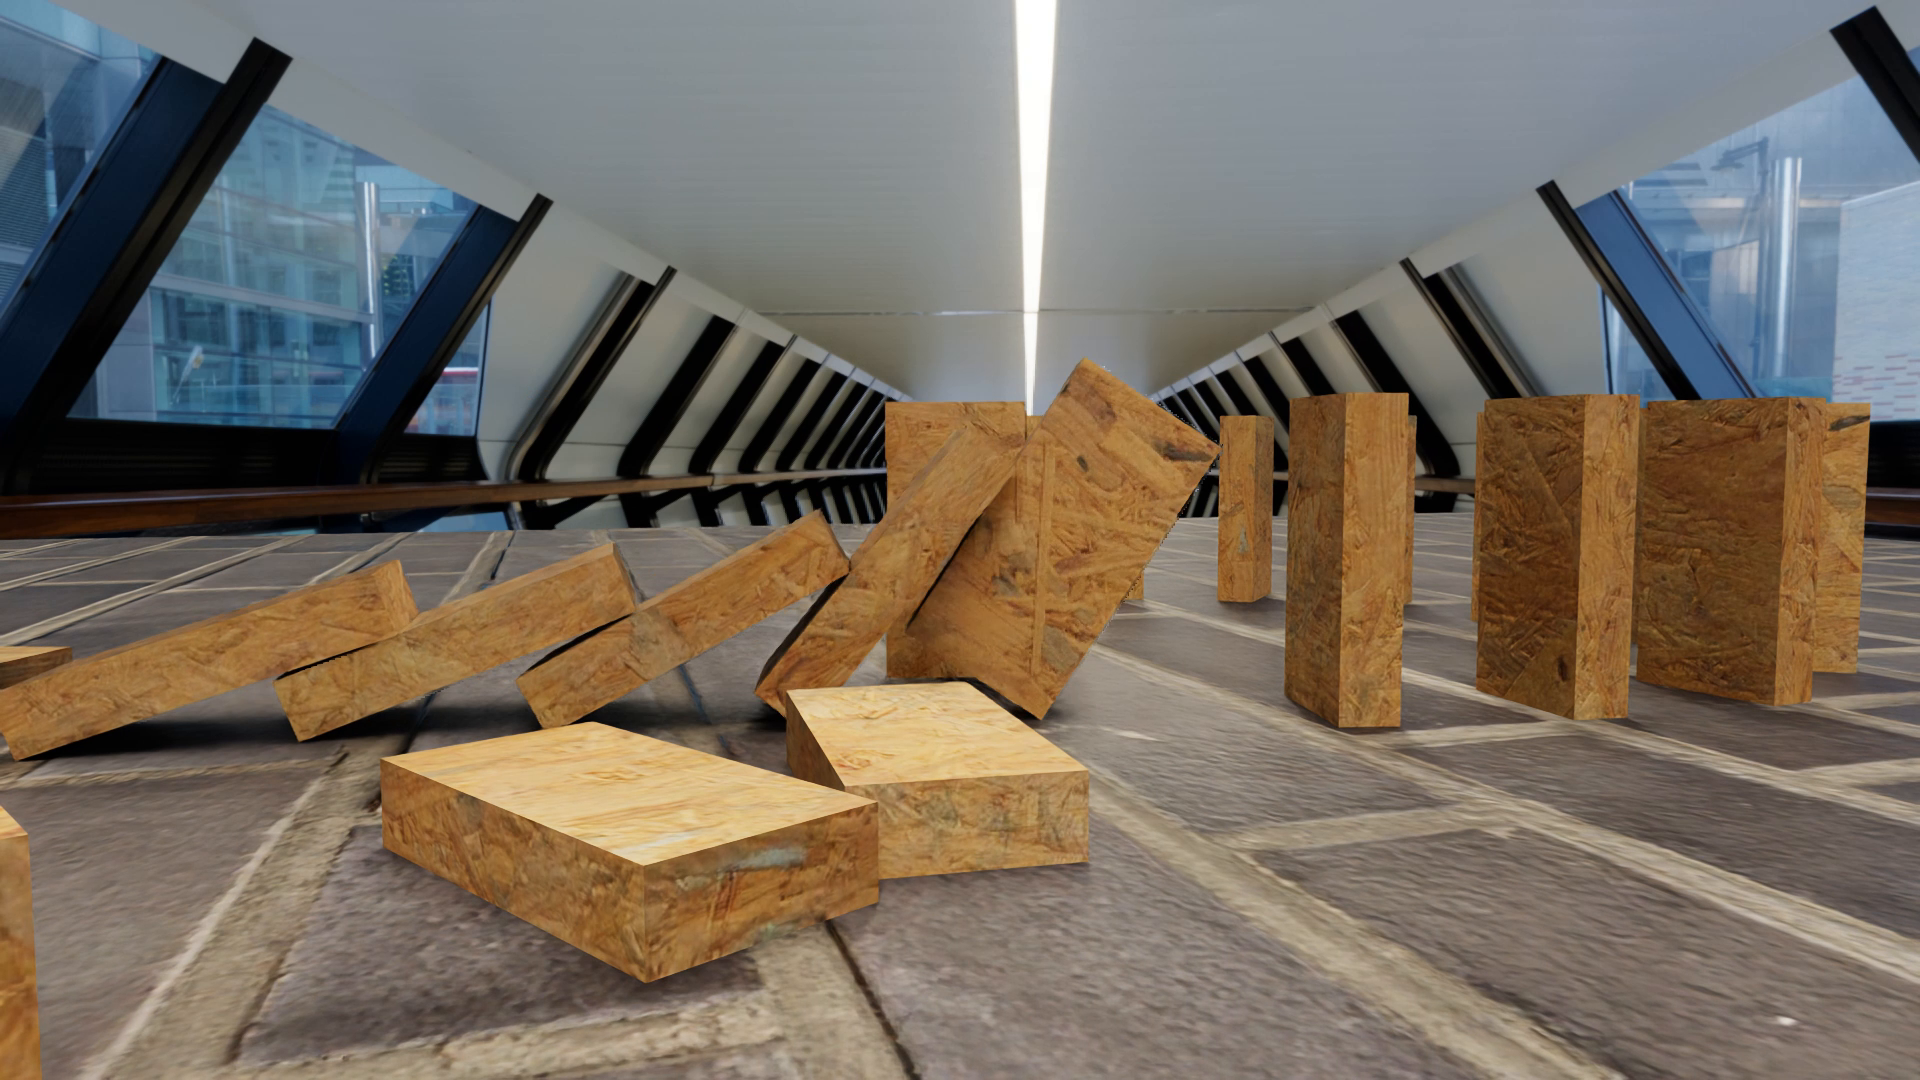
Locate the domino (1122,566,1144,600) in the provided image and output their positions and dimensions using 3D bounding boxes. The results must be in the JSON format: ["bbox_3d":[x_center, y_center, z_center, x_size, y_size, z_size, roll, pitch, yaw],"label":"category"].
[{"bbox_3d":[0.044,-0.010,0.362,0.009,0.050,0.025,-1,4,-7],"label":"domino"}]

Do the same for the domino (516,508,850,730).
[{"bbox_3d":[-0.042,0.012,0.200,0.050,0.010,0.025,-28,7,-3],"label":"domino"}]

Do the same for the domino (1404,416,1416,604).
[{"bbox_3d":[0.110,-0.008,0.337,0.009,0.050,0.025,3,5,38],"label":"domino"}]

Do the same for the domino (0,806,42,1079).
[{"bbox_3d":[-0.063,0.025,0.073,0.050,0.025,0.010,4,6,44],"label":"domino"}]

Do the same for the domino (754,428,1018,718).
[{"bbox_3d":[-0.012,0.005,0.201,0.009,0.050,0.025,39,0,-7],"label":"domino"}]

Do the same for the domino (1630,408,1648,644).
[{"bbox_3d":[0.155,-0.003,0.280,0.025,0.050,0.010,-2,5,-21],"label":"domino"}]

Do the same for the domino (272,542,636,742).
[{"bbox_3d":[-0.076,0.015,0.199,0.050,0.010,0.025,-22,9,-12],"label":"domino"}]

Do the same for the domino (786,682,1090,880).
[{"bbox_3d":[-0.005,0.026,0.152,0.025,0.010,0.050,-1,4,-14],"label":"domino"}]

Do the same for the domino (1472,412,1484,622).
[{"bbox_3d":[0.136,-0.006,0.311,0.025,0.050,0.009,-3,5,-38],"label":"domino"}]

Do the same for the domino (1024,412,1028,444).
[{"bbox_3d":[0.003,-0.006,0.309,0.025,0.050,0.009,1,4,11],"label":"domino"}]

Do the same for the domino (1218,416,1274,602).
[{"bbox_3d":[0.080,-0.009,0.356,0.010,0.050,0.025,2,5,25],"label":"domino"}]

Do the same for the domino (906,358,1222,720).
[{"bbox_3d":[0.016,0.000,0.201,0.025,0.050,0.009,33,4,-2],"label":"domino"}]

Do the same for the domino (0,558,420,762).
[{"bbox_3d":[-0.109,0.016,0.189,0.050,0.010,0.025,-19,9,-14],"label":"domino"}]

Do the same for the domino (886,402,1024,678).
[{"bbox_3d":[-0.001,0.000,0.237,0.025,0.050,0.010,0,4,-1],"label":"domino"}]

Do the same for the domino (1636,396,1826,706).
[{"bbox_3d":[0.131,0.001,0.220,0.010,0.050,0.025,-2,5,-25],"label":"domino"}]

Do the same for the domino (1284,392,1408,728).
[{"bbox_3d":[0.061,0.002,0.204,0.010,0.050,0.025,0,4,-4],"label":"domino"}]

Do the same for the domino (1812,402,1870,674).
[{"bbox_3d":[0.156,-0.001,0.245,0.025,0.050,0.009,1,5,19],"label":"domino"}]

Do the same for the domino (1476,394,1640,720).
[{"bbox_3d":[0.097,0.002,0.209,0.009,0.050,0.025,-1,4,-12],"label":"domino"}]

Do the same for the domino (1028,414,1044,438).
[{"bbox_3d":[0.015,-0.008,0.343,0.025,0.050,0.009,3,5,30],"label":"domino"}]

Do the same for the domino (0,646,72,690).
[{"bbox_3d":[-0.157,0.024,0.185,0.025,0.010,0.050,0,4,0],"label":"domino"}]

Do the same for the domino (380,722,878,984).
[{"bbox_3d":[-0.034,0.028,0.127,0.050,0.009,0.025,4,6,43],"label":"domino"}]
